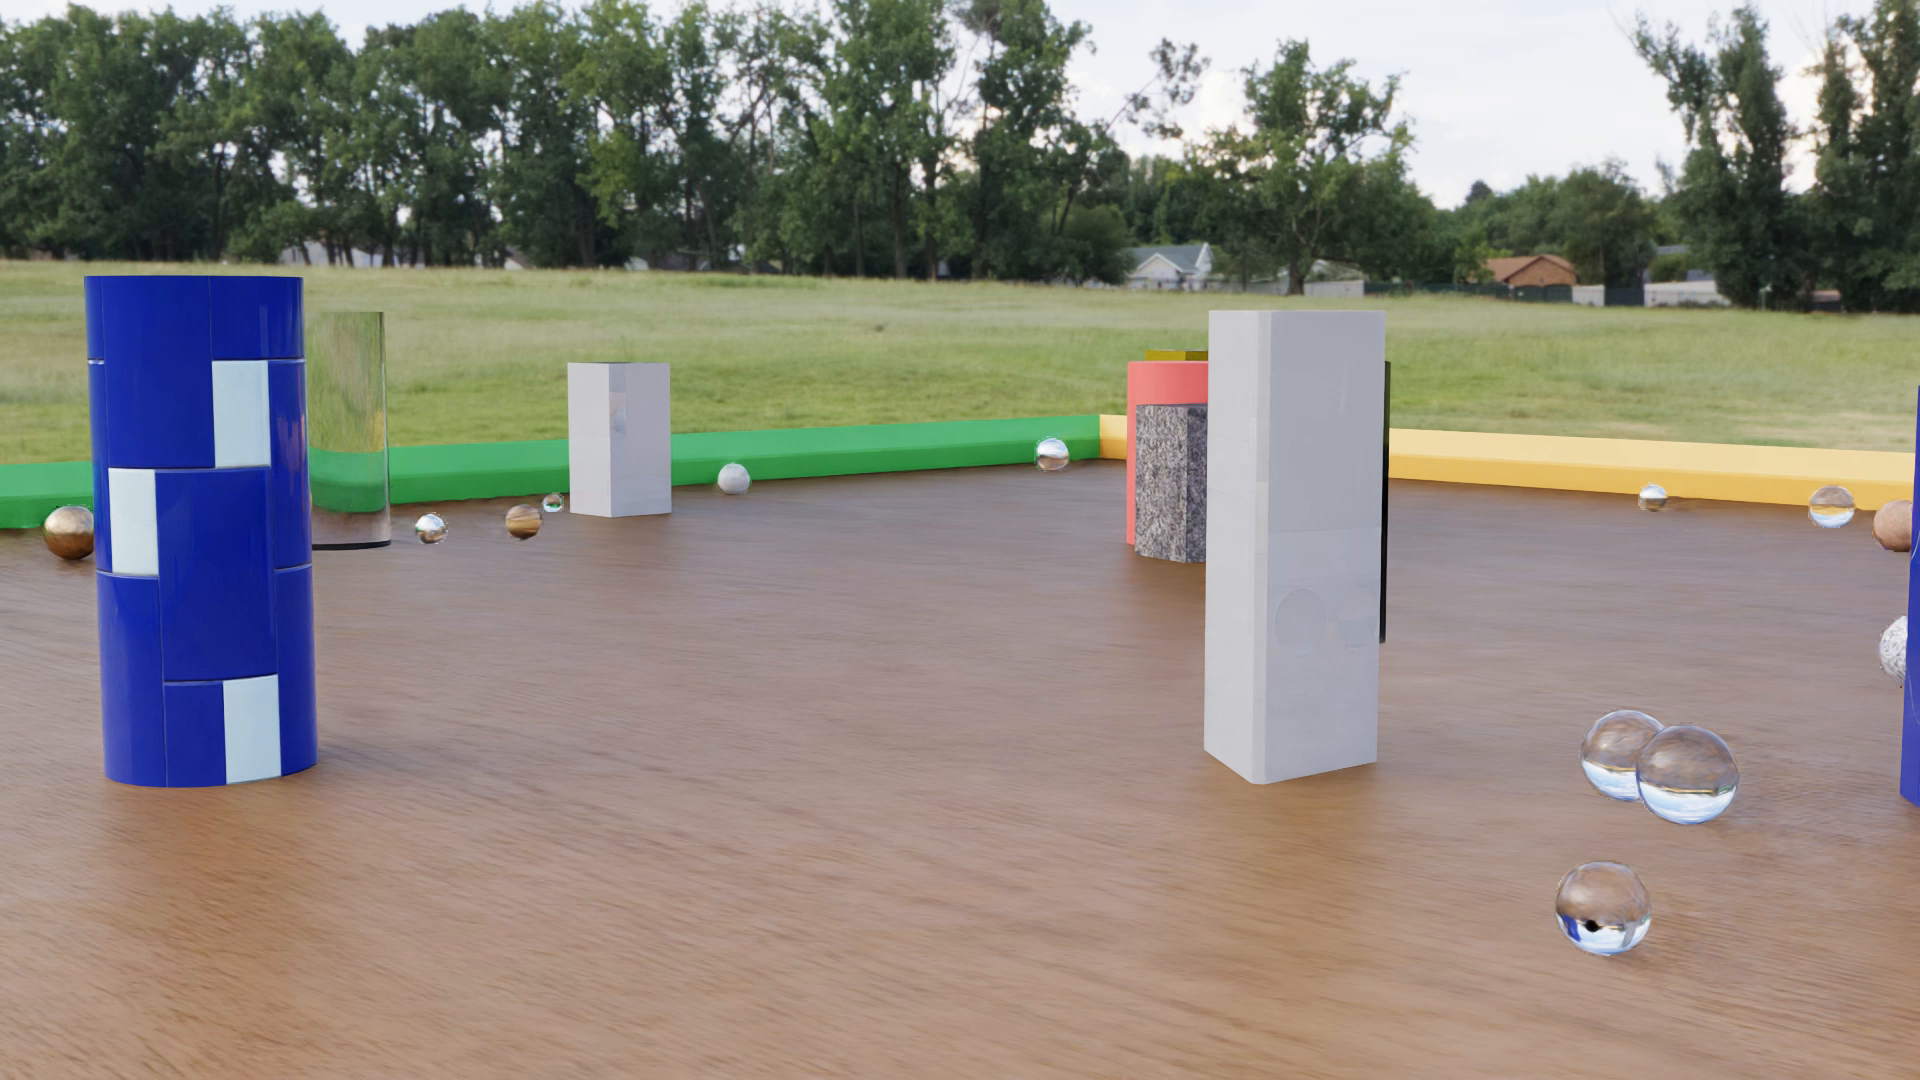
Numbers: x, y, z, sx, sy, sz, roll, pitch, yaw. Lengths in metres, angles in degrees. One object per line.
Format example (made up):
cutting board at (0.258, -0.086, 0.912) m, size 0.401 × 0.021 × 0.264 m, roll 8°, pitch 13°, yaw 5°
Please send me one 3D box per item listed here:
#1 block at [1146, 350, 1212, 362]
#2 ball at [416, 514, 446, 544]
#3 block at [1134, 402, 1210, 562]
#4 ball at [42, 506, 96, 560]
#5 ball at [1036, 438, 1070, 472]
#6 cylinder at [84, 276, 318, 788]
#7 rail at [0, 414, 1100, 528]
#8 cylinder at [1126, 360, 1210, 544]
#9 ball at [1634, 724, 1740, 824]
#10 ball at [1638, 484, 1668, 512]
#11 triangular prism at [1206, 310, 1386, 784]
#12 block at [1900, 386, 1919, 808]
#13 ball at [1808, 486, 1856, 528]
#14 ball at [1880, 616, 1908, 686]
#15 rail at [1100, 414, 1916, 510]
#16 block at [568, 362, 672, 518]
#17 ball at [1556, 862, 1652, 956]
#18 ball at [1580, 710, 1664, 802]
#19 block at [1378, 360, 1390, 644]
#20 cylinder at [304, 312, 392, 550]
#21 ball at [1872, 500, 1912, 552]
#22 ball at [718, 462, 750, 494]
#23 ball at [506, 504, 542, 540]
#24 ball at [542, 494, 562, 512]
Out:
block at (0.498, -0.217, 4.620) m, size 0.160 × 0.363 × 0.160 m, roll -3°, pitch 7°, yaw -26°
ball at (-1.014, -0.020, 4.211) m, size 0.057 × 0.057 × 0.057 m, roll 0°, pitch 6°, yaw 0°
block at (0.430, -0.107, 3.997) m, size 0.160 × 0.275 × 0.160 m, roll -3°, pitch 7°, yaw -30°
ball at (-1.590, -0.013, 3.940) m, size 0.099 × 0.099 × 0.099 m, roll 0°, pitch 6°, yaw 0°
ball at (0.255, -0.234, 6.087) m, size 0.094 × 0.094 × 0.094 m, roll 0°, pitch 6°, yaw 0°
cylinder at (-0.734, -0.015, 2.137) m, size 0.200 × 0.477 × 0.200 m, roll 0°, pitch 6°, yaw 0°
rail at (-1.473, -0.132, 4.919) m, size 5.206 × 0.130 × 0.045 m, roll -5°, pitch 8°, yaw -42°
cylinder at (0.421, -0.169, 4.237) m, size 0.200 × 0.347 × 0.200 m, roll 0°, pitch 6°, yaw 0°
ball at (0.632, 0.204, 1.913) m, size 0.087 × 0.087 × 0.087 m, roll 0°, pitch 6°, yaw 0°
ball at (1.545, -0.094, 4.904) m, size 0.060 × 0.060 × 0.060 m, roll 0°, pitch 6°, yaw 0°
triangular prism at (0.300, -0.002, 2.166) m, size 0.173 × 0.445 × 0.150 m, roll -5°, pitch 8°, yaw -40°
block at (0.939, 0.056, 1.926) m, size 0.160 × 0.378 × 0.160 m, roll 1°, pitch 6°, yaw 7°
ball at (1.792, -0.068, 4.518) m, size 0.089 × 0.089 × 0.089 m, roll 0°, pitch 6°, yaw 0°
ball at (1.133, 0.131, 2.592) m, size 0.091 × 0.091 × 0.091 m, roll 0°, pitch 6°, yaw 0°
rail at (1.896, -0.147, 5.071) m, size 0.045 × 0.130 × 4.391 m, roll -5°, pitch 8°, yaw -42°
block at (-0.752, -0.226, 4.859) m, size 0.160 × 0.331 × 0.160 m, roll -6°, pitch 8°, yaw -43°
ball at (0.447, 0.255, 1.526) m, size 0.064 × 0.064 × 0.064 m, roll 0°, pitch 6°, yaw 0°
ball at (0.609, 0.196, 2.004) m, size 0.083 × 0.083 × 0.083 m, roll 0°, pitch 6°, yaw 0°
block at (0.501, -0.058, 3.025) m, size 0.160 × 0.377 × 0.160 m, roll 1°, pitch 6°, yaw 6°
cylinder at (-1.189, -0.211, 4.175) m, size 0.200 × 0.443 × 0.200 m, roll 0°, pitch 6°, yaw 0°
ball at (1.744, -0.026, 4.076) m, size 0.097 × 0.097 × 0.097 m, roll 0°, pitch 6°, yaw 0°
ball at (-0.549, -0.148, 5.340) m, size 0.078 × 0.078 × 0.078 m, roll 0°, pitch 6°, yaw 0°
ball at (-0.854, -0.035, 4.299) m, size 0.068 × 0.068 × 0.068 m, roll 0°, pitch 6°, yaw 0°
ball at (-0.902, -0.081, 4.866) m, size 0.043 × 0.043 × 0.043 m, roll 0°, pitch 6°, yaw 0°
